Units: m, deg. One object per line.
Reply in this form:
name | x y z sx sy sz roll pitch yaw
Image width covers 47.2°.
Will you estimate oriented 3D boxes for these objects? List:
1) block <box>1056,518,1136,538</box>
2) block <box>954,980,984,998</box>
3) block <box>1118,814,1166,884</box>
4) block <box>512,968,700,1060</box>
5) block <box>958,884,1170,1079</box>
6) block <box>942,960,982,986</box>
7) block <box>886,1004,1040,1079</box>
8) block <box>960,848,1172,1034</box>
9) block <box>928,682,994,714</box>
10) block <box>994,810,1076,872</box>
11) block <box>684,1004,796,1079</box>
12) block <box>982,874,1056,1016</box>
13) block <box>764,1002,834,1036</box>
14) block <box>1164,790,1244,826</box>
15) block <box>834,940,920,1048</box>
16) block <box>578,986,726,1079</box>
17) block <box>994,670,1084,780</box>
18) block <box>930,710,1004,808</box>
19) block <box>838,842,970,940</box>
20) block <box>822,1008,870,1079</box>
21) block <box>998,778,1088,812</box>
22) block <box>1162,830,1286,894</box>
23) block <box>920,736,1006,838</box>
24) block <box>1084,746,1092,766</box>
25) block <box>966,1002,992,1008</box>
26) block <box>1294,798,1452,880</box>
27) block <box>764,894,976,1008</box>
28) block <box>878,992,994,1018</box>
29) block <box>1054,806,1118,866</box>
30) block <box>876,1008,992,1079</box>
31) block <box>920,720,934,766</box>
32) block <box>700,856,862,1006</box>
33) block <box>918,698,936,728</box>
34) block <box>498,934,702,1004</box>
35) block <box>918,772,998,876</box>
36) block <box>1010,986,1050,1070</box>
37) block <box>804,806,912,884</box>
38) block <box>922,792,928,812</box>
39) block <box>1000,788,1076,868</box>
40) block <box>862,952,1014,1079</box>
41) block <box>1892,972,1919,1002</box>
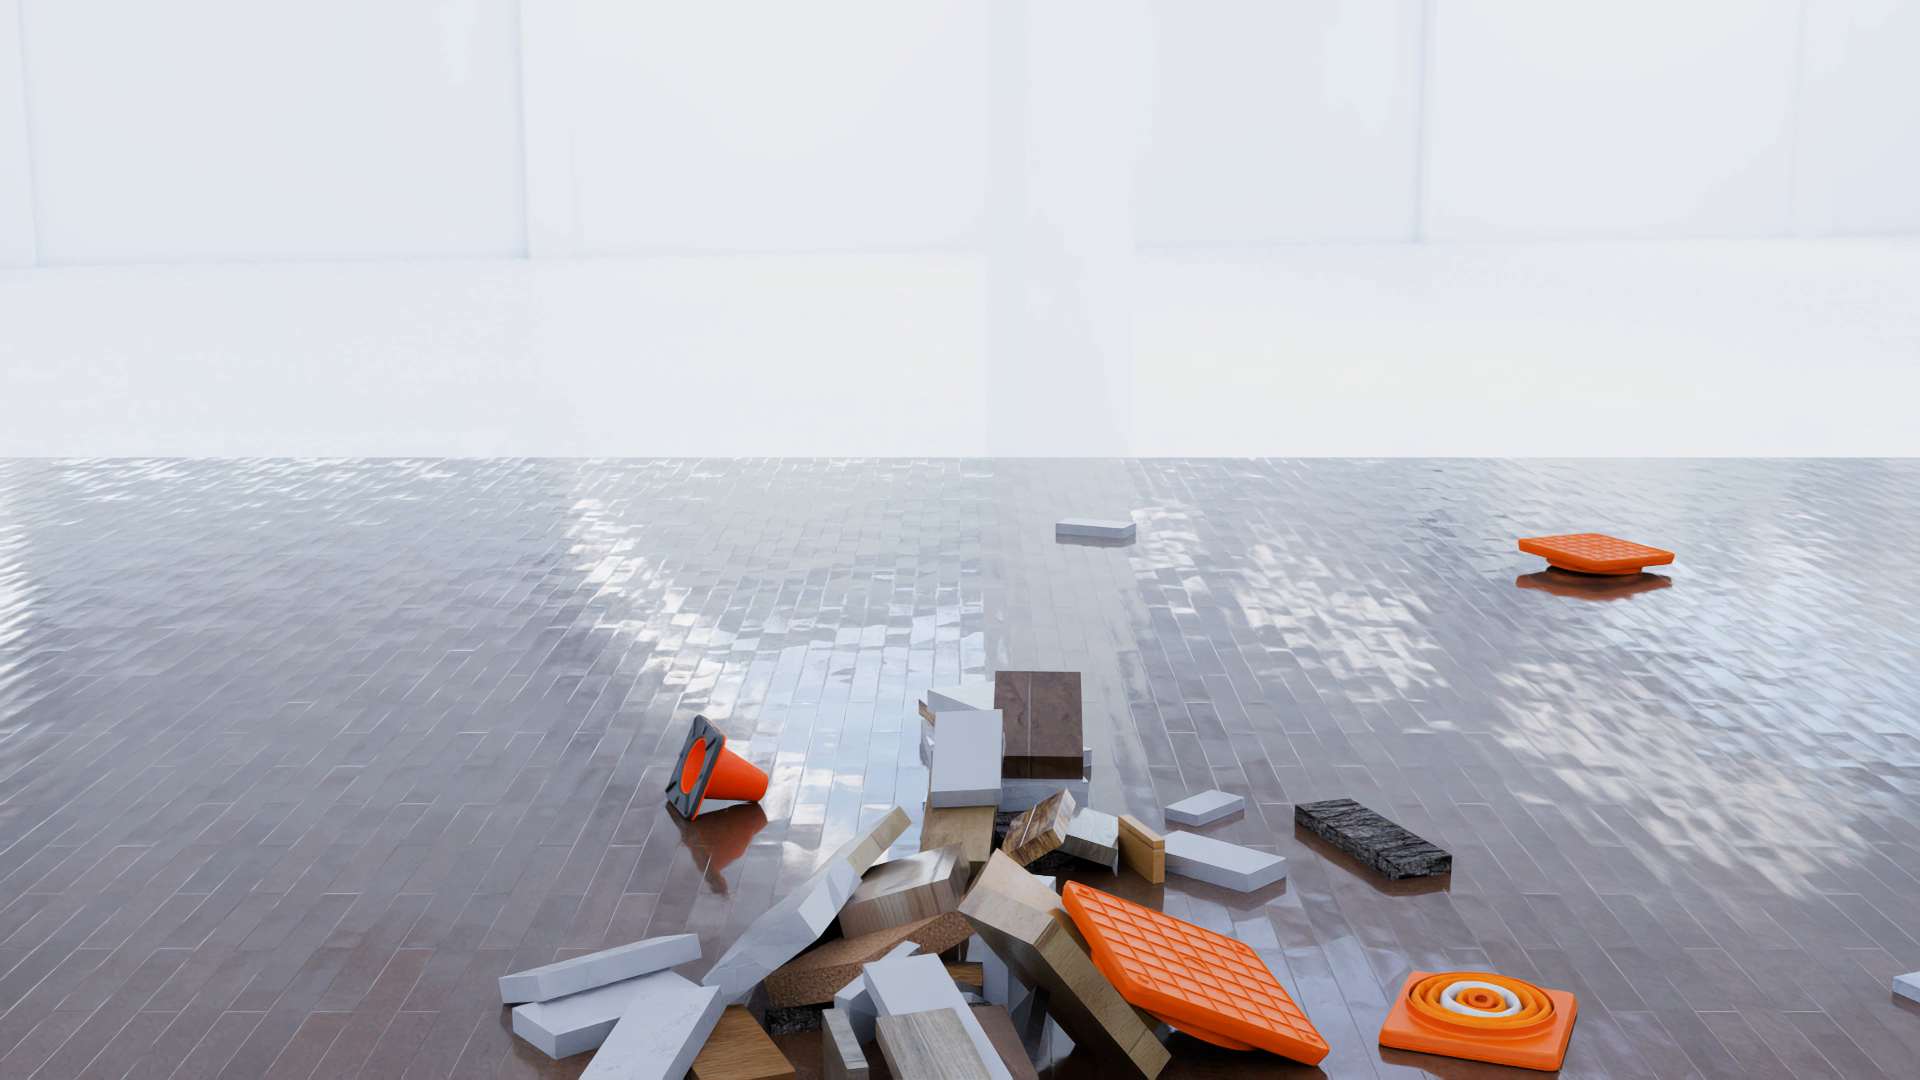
block | 0.430 -0.038 6.965 0.228 0.032 0.114 5 12 25
block | -0.025 0.640 3.104 0.090 0.026 0.181 -3 -16 17
block | 0.311 0.531 3.784 0.021 0.075 0.149 -4 11 -19
block | -0.496 0.672 3.133 0.248 0.035 0.124 -8 13 -38
block | 0.140 0.590 2.925 0.045 0.319 0.159 -50 34 -19
block | -0.007 0.632 3.213 0.090 0.026 0.181 1 -9 4
block | 0.013 0.657 2.609 0.156 0.044 0.312 -4 19 -12
block | 0.153 0.577 3.129 0.319 0.045 0.159 37 15 3
block | 0.086 0.345 4.441 0.168 0.048 0.337 -5 9 -28
block | 0.116 0.523 3.944 0.113 0.032 0.348 -2 11 -9
block | -0.319 0.699 2.984 0.124 0.035 0.248 -4 11 -22
block | 0.090 0.601 3.248 0.037 0.132 0.264 3 11 17
block | -0.187 0.680 3.140 0.175 0.016 0.057 -3 11 -14
block | 0.457 0.499 4.100 0.075 0.021 0.149 9 14 41
block | -0.115 0.642 3.082 0.026 0.090 0.181 12 22 29
block | -0.413 0.679 2.946 0.124 0.035 0.248 -8 16 15
block | 0.148 0.349 4.188 0.168 0.048 0.337 1 24 2
block | 0.014 0.388 3.925 0.122 0.034 0.243 -3 30 4
block | -0.084 0.548 3.459 0.175 0.050 0.350 -16 0 4
block | -0.149 0.692 2.855 0.028 0.097 0.194 -2 11 -13
block | 0.119 0.438 4.176 0.168 0.048 0.337 -2 11 -12
block | 0.434 0.552 3.785 0.228 0.032 0.114 9 14 42
block | 0.006 0.450 3.957 0.121 0.034 0.243 2 47 10
block | 0.133 0.439 4.389 0.237 0.034 0.118 -7 13 -34
block | -0.006 0.657 2.738 0.124 0.035 0.248 -2 18 -7
block | 0.729 0.529 3.909 0.114 0.032 0.347 -4 11 -20
block | -0.116 0.609 3.278 0.175 0.050 0.350 -16 0 33
block | -0.029 0.642 2.998 0.124 0.035 0.248 0 -15 8
block | 0.219 0.514 3.867 0.113 0.032 0.226 17 8 2
block | -0.028 0.609 2.552 0.097 0.028 0.194 -5 19 -15
block | -0.011 0.415 4.520 0.118 0.034 0.237 -1 11 -6
block | -0.258 0.574 3.252 0.175 0.050 0.350 -37 -1 9
block | 0.006 0.370 4.578 0.118 0.034 0.237 -4 11 -18
block | -0.528 0.630 3.237 0.264 0.037 0.132 -8 -6 -38
block | 0.000 0.490 3.837 0.122 0.034 0.243 -1 34 7
block | 0.080 0.666 2.878 0.021 0.076 0.151 26 41 -9
block | -0.194 0.543 3.622 0.132 0.037 0.386 -37 -1 19
block | -0.028 0.479 4.108 0.068 0.019 0.136 1 11 6
block | 0.131 0.497 3.753 0.113 0.032 0.226 -32 4 13
block | -0.020 0.607 2.646 0.097 0.028 0.388 -5 19 -16
block | 1.445 0.666 3.202 0.075 0.021 0.149 -5 12 -24
